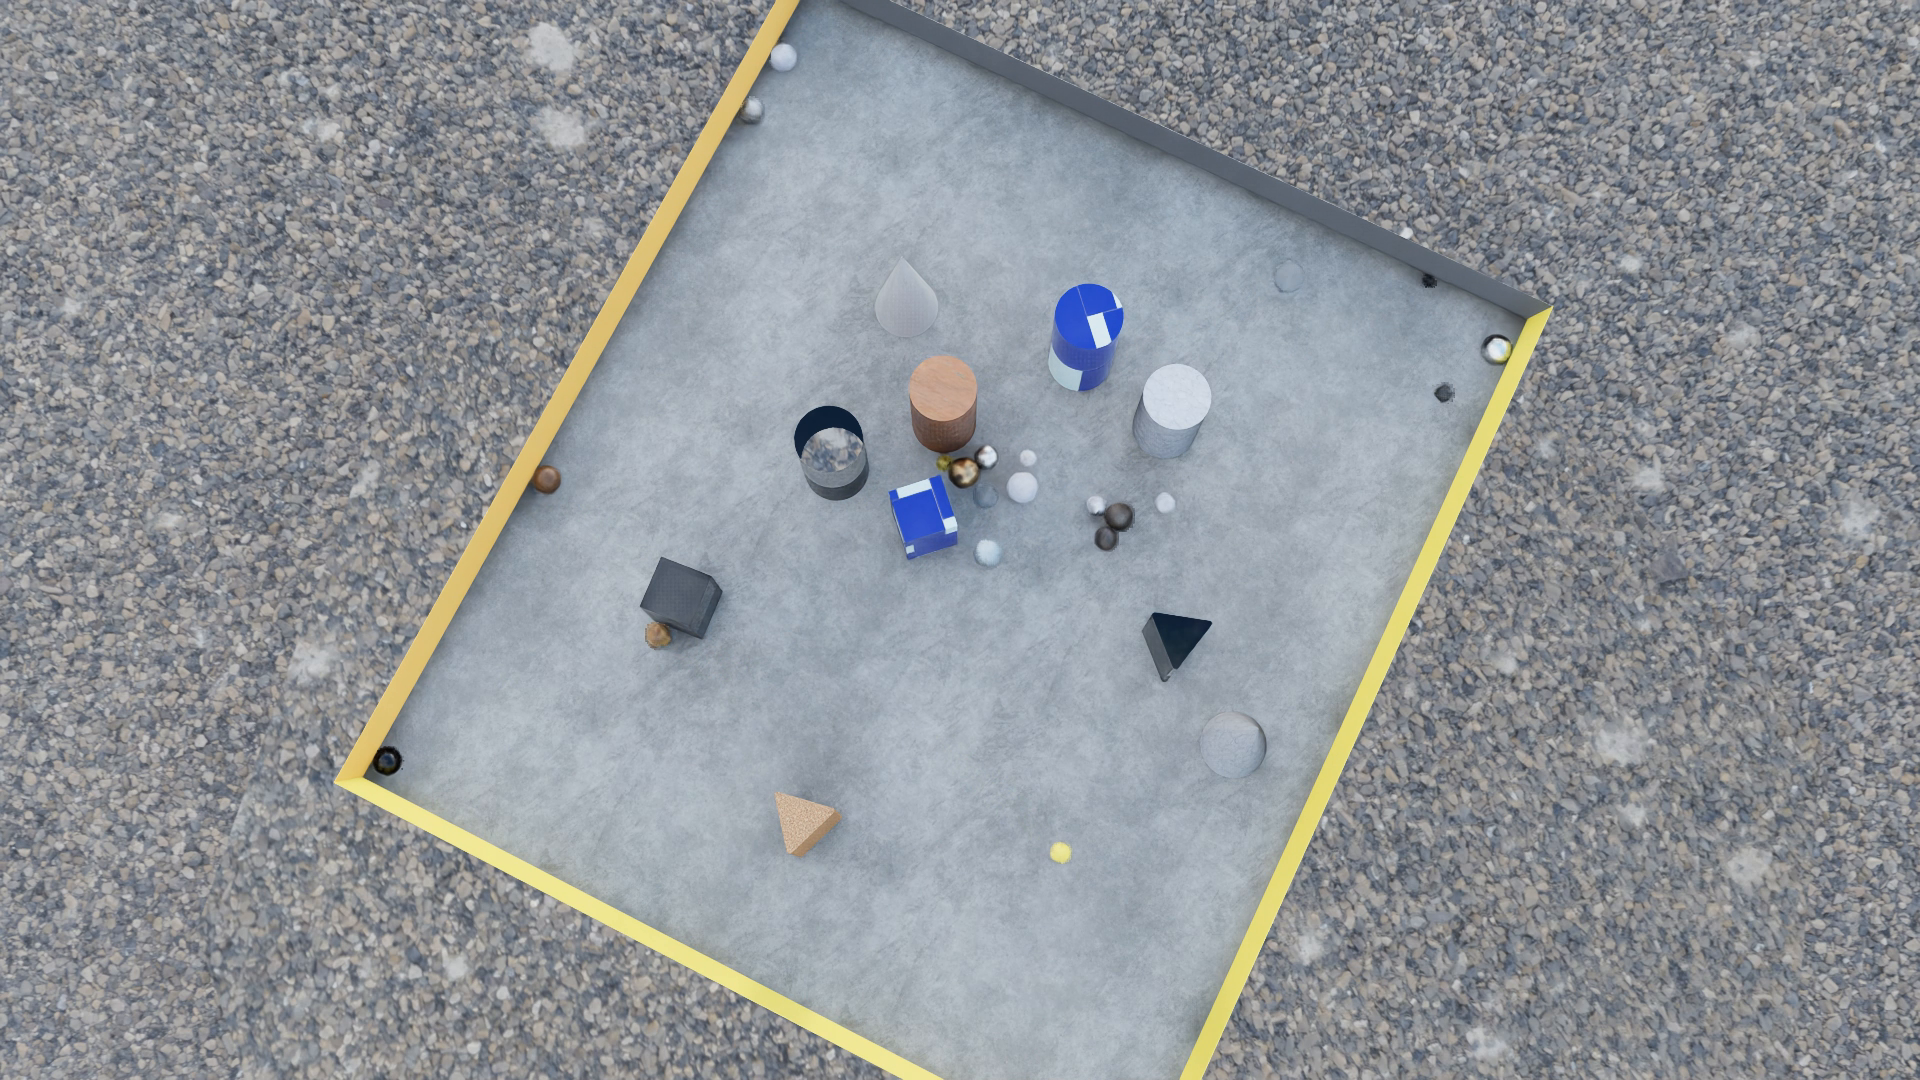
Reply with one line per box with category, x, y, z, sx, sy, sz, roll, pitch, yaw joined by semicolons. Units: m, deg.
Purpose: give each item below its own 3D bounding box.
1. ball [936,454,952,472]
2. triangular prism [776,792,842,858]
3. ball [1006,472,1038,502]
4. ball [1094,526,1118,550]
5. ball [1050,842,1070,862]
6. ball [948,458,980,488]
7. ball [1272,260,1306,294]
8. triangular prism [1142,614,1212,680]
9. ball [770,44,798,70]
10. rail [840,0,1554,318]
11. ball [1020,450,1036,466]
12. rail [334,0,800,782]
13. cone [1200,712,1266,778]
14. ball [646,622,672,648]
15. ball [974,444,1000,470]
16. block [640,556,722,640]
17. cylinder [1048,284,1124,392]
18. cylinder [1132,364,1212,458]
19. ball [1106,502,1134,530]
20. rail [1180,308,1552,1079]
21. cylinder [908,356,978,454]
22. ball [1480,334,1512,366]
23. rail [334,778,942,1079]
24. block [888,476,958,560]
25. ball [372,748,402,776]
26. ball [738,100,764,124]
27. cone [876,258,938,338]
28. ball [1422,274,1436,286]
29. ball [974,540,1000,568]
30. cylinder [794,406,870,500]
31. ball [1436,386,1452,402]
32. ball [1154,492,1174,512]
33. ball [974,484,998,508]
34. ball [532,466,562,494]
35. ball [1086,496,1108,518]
ball;-0.049;-0.236;5.639;0.051;0.051;0.051;0;78;0
triangular prism;-0.465;0.793;5.280;0.173;0.338;0.150;-43;81;-8
ball;0.190;-0.162;5.602;0.096;0.096;0.096;0;78;0
ball;0.444;-0.004;5.581;0.071;0.071;0.071;0;78;0
ball;0.294;0.919;5.396;0.059;0.059;0.059;0;78;0
ball;0.011;-0.205;5.610;0.096;0.096;0.096;0;78;0
ball;1.030;-0.823;5.736;0.100;0.100;0.100;0;78;0
triangular prism;0.611;0.287;5.404;0.150;0.300;0.173;38;81;7
ball;-0.567;-1.553;5.894;0.086;0.086;0.086;0;78;0
rail;0.646;-1.258;5.810;2.613;0.130;0.045;26;80;5
ball;0.209;-0.253;5.643;0.051;0.051;0.051;0;78;0
rail;-1.148;-0.555;5.664;0.045;0.130;2.935;26;80;5
cone;0.819;0.565;5.258;0.200;0.474;0.200;0;78;0
ball;-0.906;0.286;5.520;0.074;0.074;0.074;0;78;0
ball;0.081;-0.253;5.629;0.078;0.078;0.078;0;78;0
block;-0.826;0.175;5.448;0.160;0.259;0.160;21;79;4
cylinder;0.375;-0.605;5.522;0.200;0.431;0.200;0;78;0
cylinder;0.635;-0.384;5.522;0.200;0.342;0.200;0;78;0
ball;0.486;-0.072;5.588;0.085;0.085;0.085;0;78;0
rail;1.148;0.569;5.432;0.045;0.130;2.935;26;80;5
cylinder;-0.049;-0.404;5.511;0.200;0.372;0.200;0;78;0
ball;1.666;-0.591;5.690;0.095;0.095;0.095;0;78;0
rail;-0.646;1.271;5.286;2.613;0.130;0.045;26;80;5
block;-0.108;-0.064;5.490;0.160;0.274;0.160;-18;79;-4
ball;-1.698;0.658;5.438;0.083;0.083;0.083;0;78;0
ball;-0.669;-1.370;5.861;0.077;0.077;0.077;0;78;0
cone;-0.168;-0.779;5.548;0.200;0.451;0.200;0;78;0
ball;1.475;-0.818;5.765;0.041;0.041;0.041;0;78;0
ball;0.082;0.041;5.566;0.083;0.083;0.083;0;78;0
cylinder;-0.380;-0.256;5.481;0.200;0.368;0.200;0;78;0
ball;1.501;-0.454;5.684;0.052;0.052;0.052;0;78;0
ball;0.626;-0.115;5.610;0.059;0.059;0.059;0;78;0
ball;0.080;-0.136;5.606;0.075;0.075;0.075;0;78;0
ball;-1.266;-0.183;5.610;0.087;0.087;0.087;0;78;0
ball;0.417;-0.103;5.604;0.066;0.066;0.066;0;78;0
